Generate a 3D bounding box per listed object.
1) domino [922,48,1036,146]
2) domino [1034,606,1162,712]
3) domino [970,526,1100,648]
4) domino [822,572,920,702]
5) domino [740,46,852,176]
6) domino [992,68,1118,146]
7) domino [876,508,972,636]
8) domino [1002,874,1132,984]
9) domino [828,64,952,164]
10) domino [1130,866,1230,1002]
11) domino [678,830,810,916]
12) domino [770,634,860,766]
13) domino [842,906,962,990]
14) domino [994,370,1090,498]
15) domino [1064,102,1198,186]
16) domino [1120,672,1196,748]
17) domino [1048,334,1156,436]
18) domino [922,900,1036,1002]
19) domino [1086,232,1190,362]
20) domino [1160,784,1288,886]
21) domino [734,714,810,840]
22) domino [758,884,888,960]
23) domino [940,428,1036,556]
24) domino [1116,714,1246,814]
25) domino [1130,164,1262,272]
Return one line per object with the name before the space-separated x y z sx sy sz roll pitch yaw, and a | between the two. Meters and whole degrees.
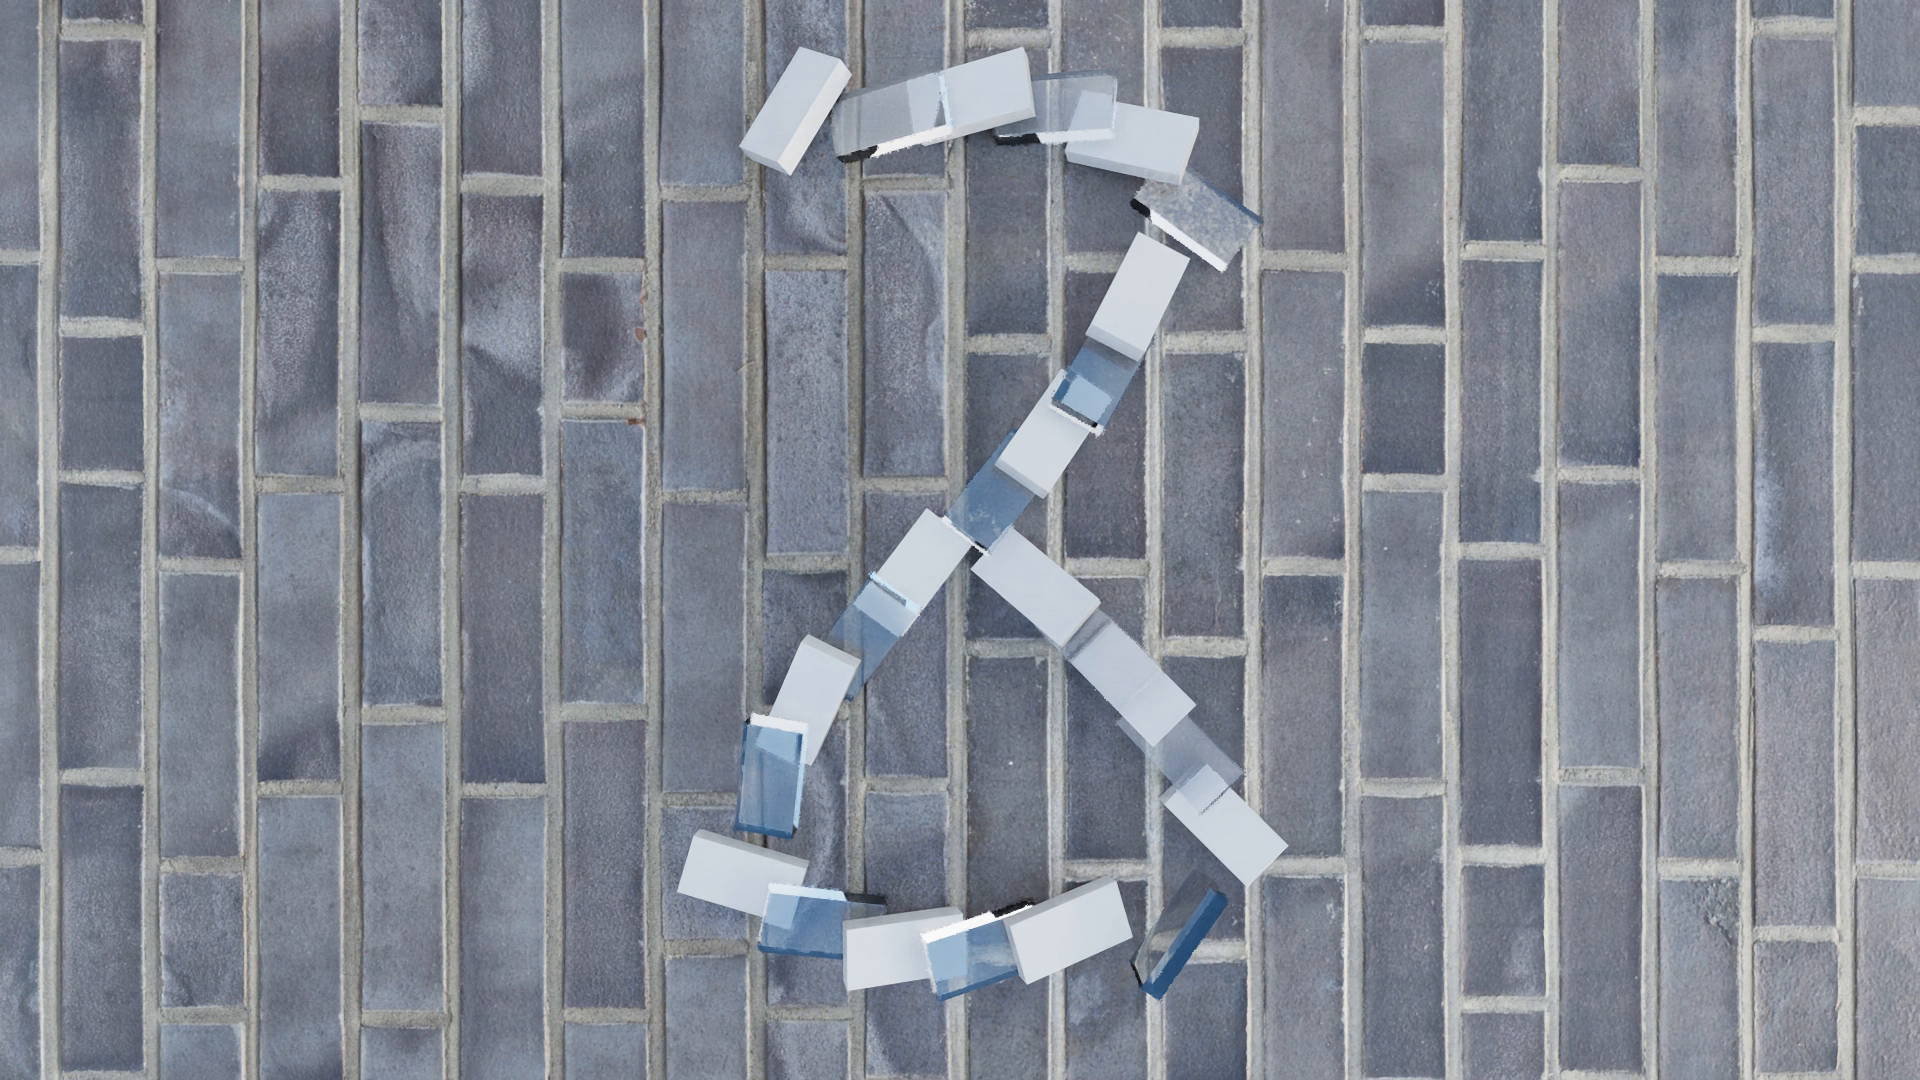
domino | 0.005 -0.187 0.388 0.050 0.009 0.025 -8 90 17
domino | 0.058 0.045 0.385 0.025 0.009 0.050 -45 71 0
domino | 0.032 0.019 0.387 0.050 0.009 0.025 40 88 19
domino | -0.042 0.041 0.389 0.025 0.009 0.050 36 106 0
domino | -0.070 -0.183 0.390 0.025 0.010 0.050 31 90 28
domino | 0.040 -0.183 0.388 0.050 0.010 0.025 4 90 17
domino | -0.019 0.014 0.395 0.025 0.009 0.050 37 90 0
domino | 0.046 0.165 0.389 0.050 0.010 0.025 -16 90 -16
domino | -0.030 -0.180 0.389 0.050 0.010 0.025 -9 90 16
domino | 0.092 0.166 0.388 0.009 0.025 0.050 35 90 0
domino | -0.093 0.145 0.395 0.050 0.010 0.025 16 90 0
domino | -0.064 0.068 0.388 0.025 0.009 0.050 26 106 2
domino | -0.024 0.172 0.388 0.050 0.009 0.025 -1 90 -17
domino | 0.039 -0.045 0.388 0.025 0.010 0.050 35 73 0
domino | 0.073 -0.170 0.389 0.050 0.010 0.025 19 90 15
domino | 0.072 0.060 0.388 0.025 0.010 0.050 -44 74 0
domino | 0.060 -0.072 0.388 0.025 0.009 0.050 30 73 0
domino | 0.011 0.174 0.388 0.050 0.010 0.025 -11 90 -17
domino | 0.075 -0.103 0.388 0.025 0.010 0.050 28 74 0
domino | 0.113 0.121 0.395 0.050 0.010 0.025 45 90 0
domino | -0.080 0.100 0.388 0.025 0.010 0.050 9 105 4
domino | -0.058 0.163 0.389 0.050 0.009 0.025 12 90 -15
domino | 0.017 -0.021 0.388 0.025 0.009 0.050 38 74 1
domino | 0.093 0.088 0.389 0.025 0.010 0.050 -43 75 0
domino | 0.101 -0.142 0.395 0.050 0.010 0.025 36 90 0
